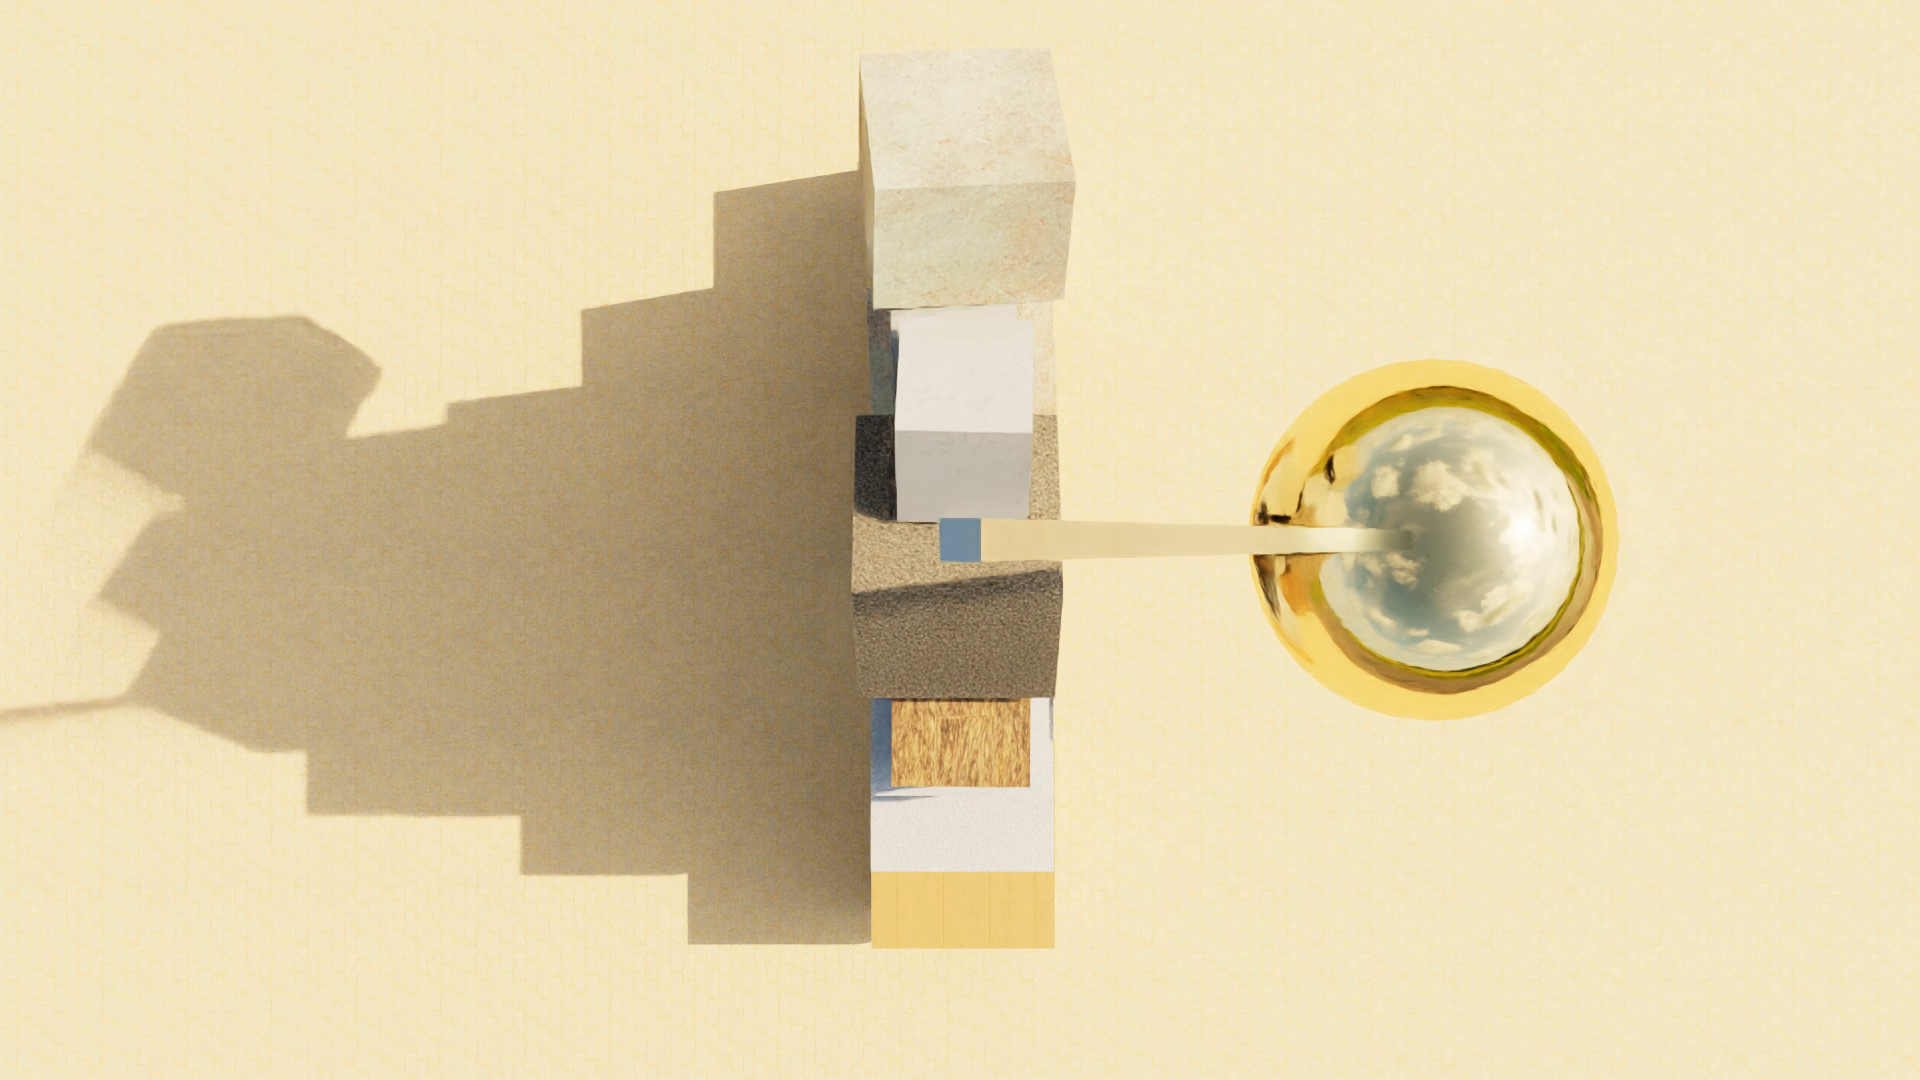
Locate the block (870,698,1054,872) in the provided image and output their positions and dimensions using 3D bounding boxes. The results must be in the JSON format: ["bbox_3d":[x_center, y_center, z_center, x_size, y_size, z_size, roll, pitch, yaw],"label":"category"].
[{"bbox_3d":[0.012,1.196,11.445,0.911,0.967,0.913,0,90,0],"label":"block"}]

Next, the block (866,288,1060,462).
[{"bbox_3d":[0.015,-0.697,10.101,0.816,0.839,0.847,-3,89,0],"label":"block"}]

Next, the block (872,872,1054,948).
[{"bbox_3d":[0.017,1.651,12.464,0.994,1.071,1.131,0,90,0],"label":"block"}]

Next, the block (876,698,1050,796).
[{"bbox_3d":[0.012,0.825,10.617,0.809,0.689,0.742,0,90,0],"label":"block"}]

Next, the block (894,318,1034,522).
[{"bbox_3d":[0.019,-0.473,8.812,0.527,0.594,0.567,1,54,1],"label":"block"}]

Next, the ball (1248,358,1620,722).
[{"bbox_3d":[2.074,0.000,9.698,1.600,1.600,1.600,0,90,0],"label":"ball"}]

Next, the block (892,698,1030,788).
[{"bbox_3d":[0.005,0.759,9.949,0.607,0.647,0.645,0,90,0],"label":"block"}]

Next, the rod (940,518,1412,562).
[{"bbox_3d":[0.899,0.000,6.508,0.080,5.200,0.080,0,90,20],"label":"rod"}]

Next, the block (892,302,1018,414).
[{"bbox_3d":[-0.021,-0.839,9.273,0.512,0.624,0.539,0,52,0],"label":"block"}]

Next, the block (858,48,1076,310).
[{"bbox_3d":[0.007,-1.475,8.951,0.780,0.646,0.813,-3,51,-5],"label":"block"}]

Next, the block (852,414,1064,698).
[{"bbox_3d":[-0.013,0.079,9.341,0.843,0.865,0.879,0,57,0],"label":"block"}]
